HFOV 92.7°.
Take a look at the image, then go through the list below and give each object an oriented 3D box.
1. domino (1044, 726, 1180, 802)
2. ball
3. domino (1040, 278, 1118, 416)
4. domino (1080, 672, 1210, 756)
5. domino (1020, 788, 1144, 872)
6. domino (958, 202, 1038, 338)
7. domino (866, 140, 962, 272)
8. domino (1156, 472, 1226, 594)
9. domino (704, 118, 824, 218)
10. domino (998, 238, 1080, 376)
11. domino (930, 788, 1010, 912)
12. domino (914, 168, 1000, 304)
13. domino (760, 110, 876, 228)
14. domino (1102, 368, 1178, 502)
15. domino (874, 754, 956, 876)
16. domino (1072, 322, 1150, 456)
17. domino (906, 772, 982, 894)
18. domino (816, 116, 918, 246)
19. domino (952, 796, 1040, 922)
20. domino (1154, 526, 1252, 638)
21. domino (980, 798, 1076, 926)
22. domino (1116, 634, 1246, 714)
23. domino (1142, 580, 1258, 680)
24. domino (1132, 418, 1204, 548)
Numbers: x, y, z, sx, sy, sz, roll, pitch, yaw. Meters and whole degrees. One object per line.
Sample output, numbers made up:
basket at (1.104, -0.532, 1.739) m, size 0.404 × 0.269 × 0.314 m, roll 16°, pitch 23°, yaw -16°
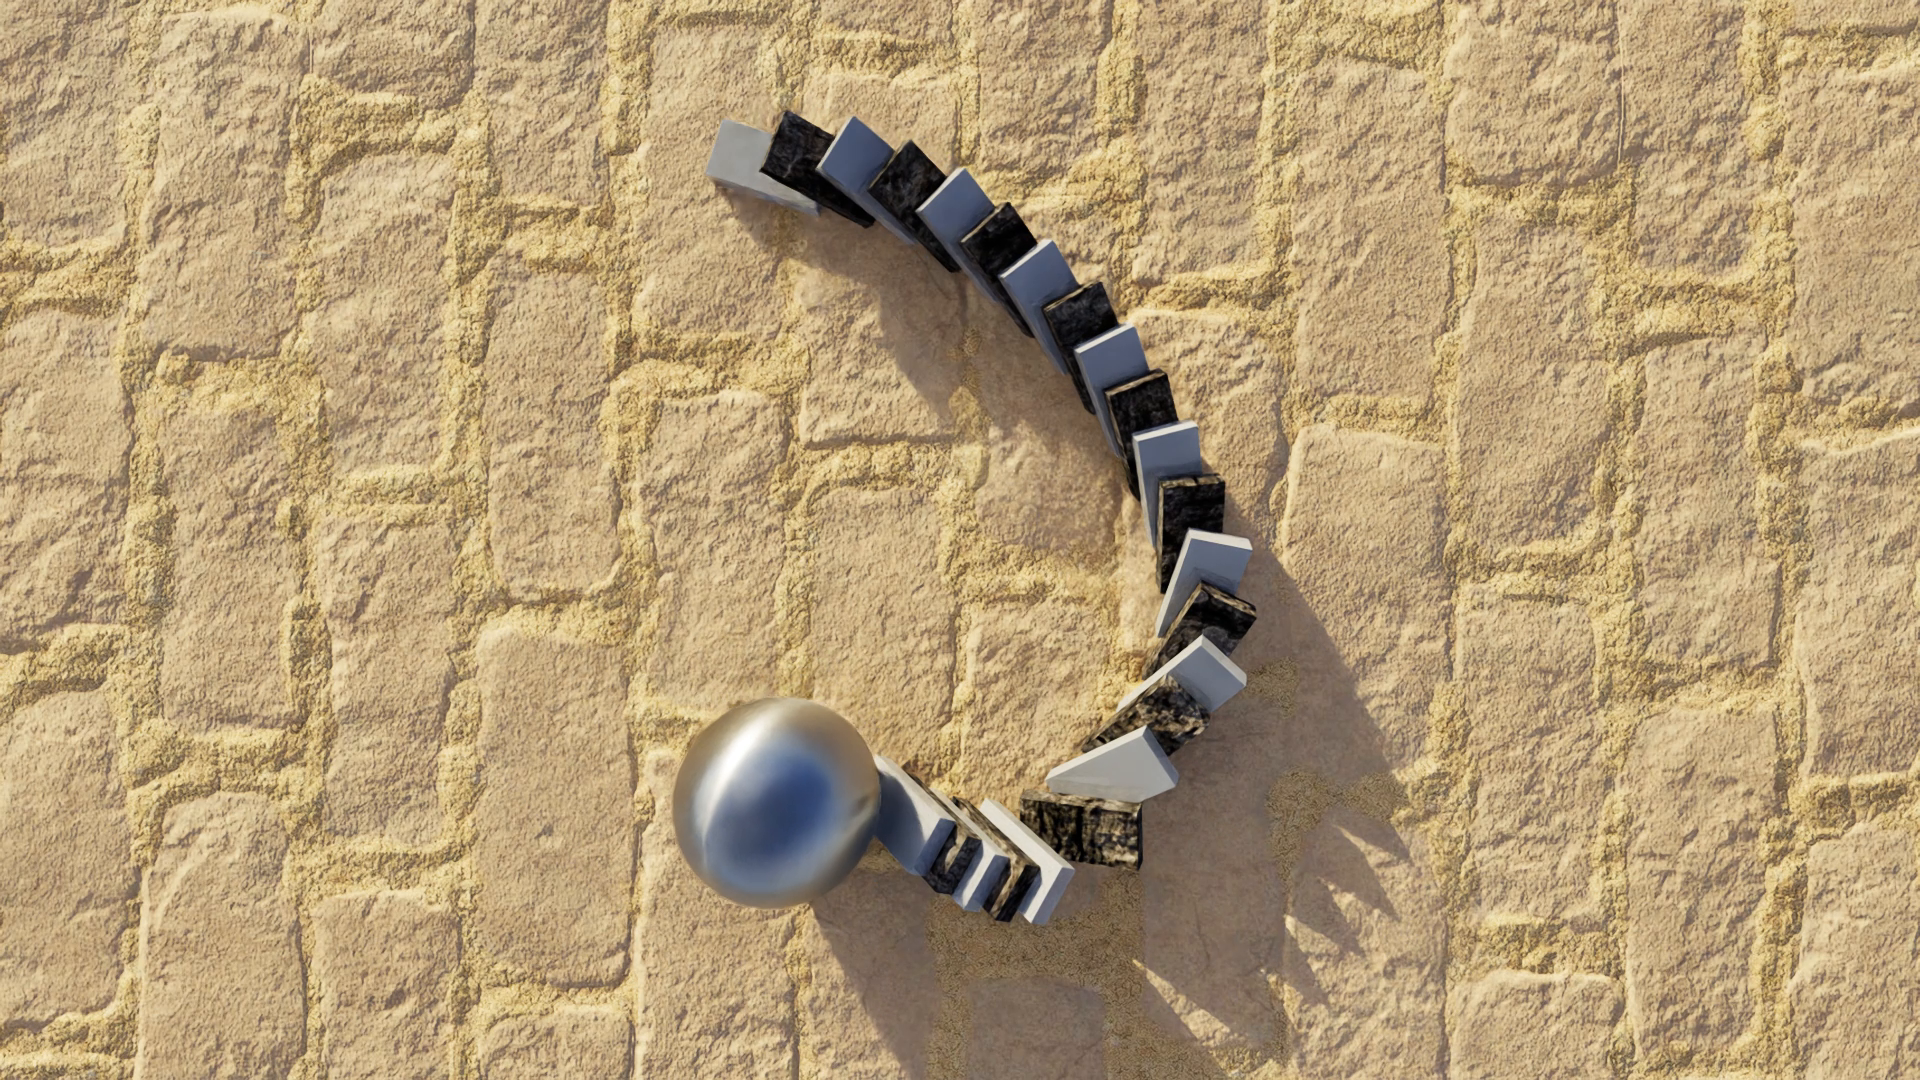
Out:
domino at (0.063, 0.100, 0.384) m, size 0.050 × 0.010 × 0.025 m, roll -33°, pitch 90°, yaw 27°
ball at (-0.071, 0.102, 0.360) m, size 0.080 × 0.080 × 0.080 m, roll 0°, pitch 90°, yaw 0°
domino at (0.056, -0.081, 0.385) m, size 0.025 × 0.009 × 0.050 m, roll -29°, pitch 117°, yaw 0°
domino at (0.077, 0.081, 0.384) m, size 0.025 × 0.010 × 0.050 m, roll 44°, pitch 118°, yaw 0°
domino at (0.051, 0.121, 0.384) m, size 0.050 × 0.009 × 0.025 m, roll 1°, pitch 100°, yaw 23°
domino at (0.024, -0.113, 0.385) m, size 0.025 × 0.009 × 0.050 m, roll -42°, pitch 117°, yaw 0°
domino at (-0.012, -0.139, 0.385) m, size 0.050 × 0.009 × 0.025 m, roll 39°, pitch 90°, yaw -27°
domino at (0.096, -0.002, 0.384) m, size 0.025 × 0.009 × 0.050 m, roll -5°, pitch 118°, yaw 0°
domino at (-0.081, -0.160, 0.395) m, size 0.050 × 0.009 × 0.025 m, roll 18°, pitch 90°, yaw 0°
domino at (0.040, -0.097, 0.385) m, size 0.025 × 0.009 × 0.050 m, roll -38°, pitch 117°, yaw 0°
domino at (-0.004, 0.127, 0.378) m, size 0.010 × 0.050 × 0.025 m, roll 29°, pitch 90°, yaw -41°
domino at (0.007, -0.127, 0.385) m, size 0.025 × 0.009 × 0.050 m, roll -45°, pitch 117°, yaw 0°
domino at (-0.056, -0.155, 0.385) m, size 0.050 × 0.009 × 0.025 m, roll 22°, pitch 90°, yaw -24°
domino at (0.079, -0.044, 0.384) m, size 0.025 × 0.009 × 0.050 m, roll -21°, pitch 117°, yaw 0°
domino at (-0.025, 0.113, 0.378) m, size 0.010 × 0.050 × 0.025 m, roll 29°, pitch 90°, yaw -41°
domino at (0.068, -0.063, 0.384) m, size 0.025 × 0.010 × 0.050 m, roll -26°, pitch 117°, yaw 0°
domino at (-0.014, 0.120, 0.378) m, size 0.010 × 0.050 × 0.025 m, roll 29°, pitch 90°, yaw -41°
domino at (-0.033, -0.150, 0.384) m, size 0.050 × 0.009 × 0.025 m, roll 32°, pitch 89°, yaw -27°
domino at (0.008, 0.131, 0.378) m, size 0.009 × 0.050 × 0.025 m, roll 29°, pitch 90°, yaw -41°
domino at (0.101, 0.021, 0.383) m, size 0.025 × 0.009 × 0.050 m, roll 11°, pitch 120°, yaw 0°
domino at (0.022, 0.132, 0.378) m, size 0.010 × 0.050 × 0.025 m, roll 29°, pitch 90°, yaw -41°
domino at (0.092, 0.065, 0.384) m, size 0.025 × 0.009 × 0.050 m, roll 42°, pitch 118°, yaw -2°
domino at (0.099, 0.043, 0.384) m, size 0.025 × 0.010 × 0.050 m, roll 26°, pitch 119°, yaw 0°
domino at (0.089, -0.023, 0.384) m, size 0.025 × 0.009 × 0.050 m, roll -14°, pitch 117°, yaw 0°
